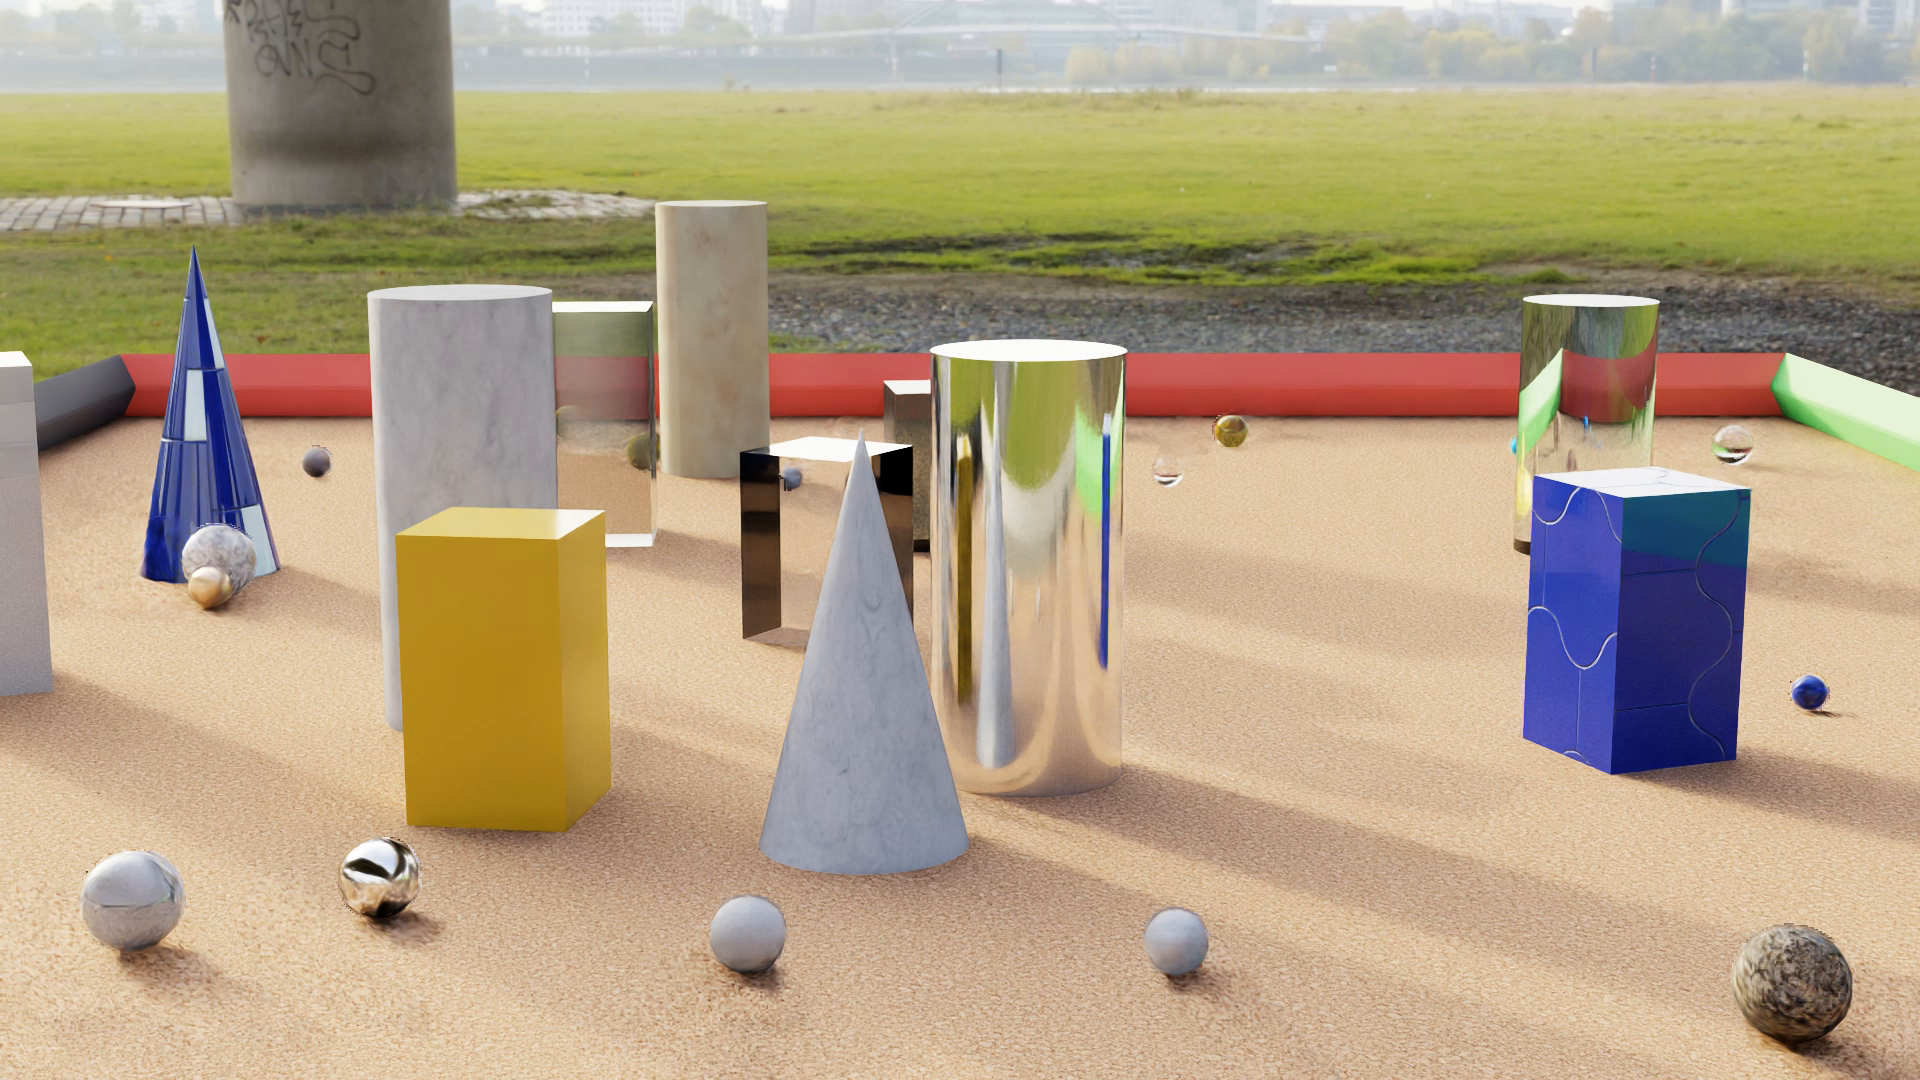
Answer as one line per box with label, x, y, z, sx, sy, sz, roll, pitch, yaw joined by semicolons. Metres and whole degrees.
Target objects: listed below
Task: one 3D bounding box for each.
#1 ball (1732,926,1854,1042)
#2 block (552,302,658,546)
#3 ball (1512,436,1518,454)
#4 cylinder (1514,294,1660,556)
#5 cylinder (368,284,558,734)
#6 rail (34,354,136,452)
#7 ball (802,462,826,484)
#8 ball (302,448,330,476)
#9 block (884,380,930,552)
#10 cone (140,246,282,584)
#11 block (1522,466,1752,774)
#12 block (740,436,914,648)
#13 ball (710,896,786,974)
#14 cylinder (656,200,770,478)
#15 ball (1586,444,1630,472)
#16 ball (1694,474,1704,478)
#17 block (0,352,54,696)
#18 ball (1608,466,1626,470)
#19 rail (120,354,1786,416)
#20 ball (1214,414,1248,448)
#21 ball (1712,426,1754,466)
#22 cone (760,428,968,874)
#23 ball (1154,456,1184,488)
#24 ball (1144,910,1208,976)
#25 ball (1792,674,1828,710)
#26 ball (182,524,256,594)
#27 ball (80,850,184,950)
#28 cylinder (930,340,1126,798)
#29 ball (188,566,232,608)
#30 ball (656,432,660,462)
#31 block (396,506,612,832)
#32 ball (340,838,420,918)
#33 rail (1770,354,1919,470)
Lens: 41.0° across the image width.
ball;0.629;0.336;1.938;0.087;0.087;0.087;0;10;0
block;-0.557;-0.182;3.981;0.160;0.361;0.160;-1;10;-3
ball;1.060;-0.177;4.826;0.046;0.046;0.046;0;10;0
cylinder;0.945;-0.172;3.877;0.200;0.380;0.200;0;10;0
cylinder;-0.550;-0.036;2.867;0.200;0.481;0.200;0;10;0
rail;-1.729;0.035;3.439;0.045;0.130;3.969;0;10;0
ball;-0.258;-0.119;4.526;0.040;0.040;0.040;0;10;0
ball;-1.155;-0.139;4.601;0.052;0.052;0.052;0;10;0
block;-0.029;-0.116;3.954;0.160;0.242;0.160;-1;11;-8
cone;-1.096;-0.191;3.713;0.200;0.476;0.200;0;10;0
block;0.721;0.082;2.745;0.160;0.292;0.160;-4;11;-21
block;-0.170;0.003;3.306;0.160;0.244;0.160;6;12;30
ball;-0.172;0.321;2.085;0.062;0.062;0.062;0;10;0
cylinder;-0.446;-0.367;4.646;0.200;0.483;0.200;0;10;0
ball;1.135;-0.130;4.490;0.075;0.075;0.075;0;10;0
ball;1.227;-0.082;4.279;0.056;0.056;0.056;0;10;0
block;-1.174;-0.019;3.031;0.160;0.386;0.160;-5;11;-23
ball;1.034;-0.067;4.016;0.096;0.096;0.096;0;10;0
rail;-0.011;-0.323;5.377;3.505;0.130;0.045;0;10;0
ball;0.524;-0.210;4.954;0.064;0.064;0.064;0;10;0
ball;1.425;-0.174;4.731;0.074;0.074;0.074;0;10;0
cone;-0.091;0.091;2.402;0.200;0.398;0.200;0;10;0
ball;0.365;-0.119;4.491;0.053;0.053;0.053;0;10;0
ball;0.175;0.326;2.082;0.053;0.053;0.053;0;10;0
ball;0.973;0.174;2.938;0.040;0.040;0.040;0;10;0
ball;-1.028;0.029;3.558;0.100;0.100;0.100;0;10;0
ball;-0.690;0.301;2.138;0.083;0.083;0.083;0;10;0
cylinder;0.070;0.024;2.645;0.200;0.442;0.200;0;10;0
ball;-1.019;0.064;3.489;0.057;0.057;0.057;0;10;0
ball;-0.577;-0.170;4.725;0.067;0.067;0.067;0;10;0
block;-0.447;0.124;2.533;0.160;0.287;0.160;1;11;8
ball;-0.502;0.293;2.221;0.068;0.068;0.068;0;10;0
rail;1.729;0.032;3.458;0.045;0.130;3.969;0;10;0
